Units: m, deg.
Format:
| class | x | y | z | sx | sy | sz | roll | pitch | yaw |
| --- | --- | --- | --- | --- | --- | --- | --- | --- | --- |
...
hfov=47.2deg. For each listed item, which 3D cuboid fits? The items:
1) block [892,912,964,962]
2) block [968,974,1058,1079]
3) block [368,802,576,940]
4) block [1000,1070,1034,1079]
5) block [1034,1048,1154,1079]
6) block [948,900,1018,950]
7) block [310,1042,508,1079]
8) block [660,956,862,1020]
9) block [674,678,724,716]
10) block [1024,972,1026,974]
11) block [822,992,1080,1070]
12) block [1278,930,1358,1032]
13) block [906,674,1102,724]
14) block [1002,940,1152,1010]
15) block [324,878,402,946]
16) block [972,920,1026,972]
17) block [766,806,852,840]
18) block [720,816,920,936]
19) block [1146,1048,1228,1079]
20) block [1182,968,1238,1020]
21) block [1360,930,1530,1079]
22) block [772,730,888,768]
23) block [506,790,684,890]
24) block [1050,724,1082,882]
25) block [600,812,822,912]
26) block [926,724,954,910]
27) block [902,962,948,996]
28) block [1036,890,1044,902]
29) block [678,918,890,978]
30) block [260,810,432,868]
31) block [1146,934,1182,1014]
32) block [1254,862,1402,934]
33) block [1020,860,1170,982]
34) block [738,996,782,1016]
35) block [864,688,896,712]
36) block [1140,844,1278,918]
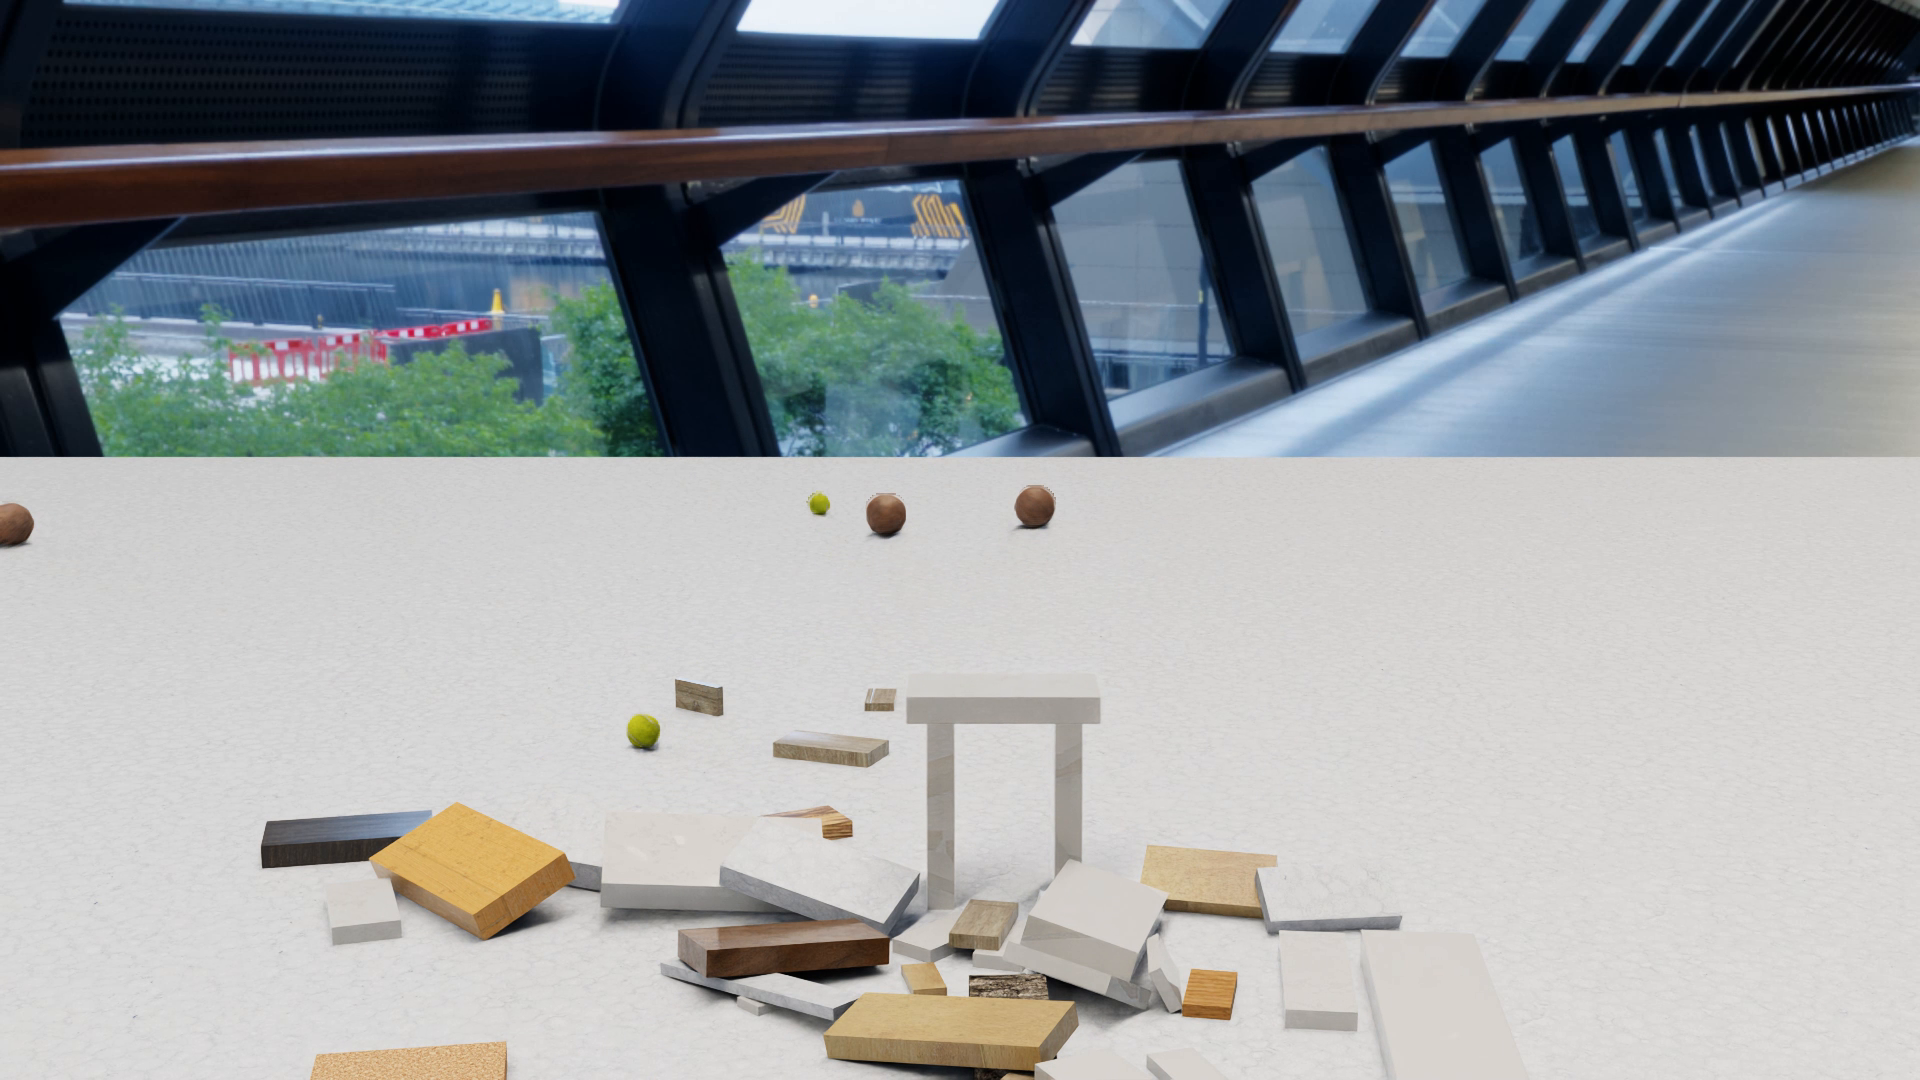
| class | x | y | z | sx | sy | sz | roll | pitch | yaw |
| --- | --- | --- | --- | --- | --- | --- | --- | --- | --- |
| block | -0.025 | 0.621 | 3.440 | 0.078 | 0.022 | 0.156 | 9 | 14 | 39 |
| block | 0.072 | 0.679 | 3.061 | 0.111 | 0.031 | 0.276 | 0 | 14 | -1 |
| block | -0.808 | 0.541 | 3.625 | 0.180 | 0.051 | 0.359 | -34 | 28 | -32 |
| block | 0.146 | 0.732 | 2.818 | 0.222 | 0.031 | 0.111 | 6 | 12 | 28 |
| block | 0.198 | 0.707 | 2.779 | 0.111 | 0.031 | 0.222 | -5 | 12 | -27 |
| block | 0.038 | 0.600 | 3.433 | 0.078 | 0.022 | 0.156 | 2 | 11 | 12 |
| block | -0.728 | 0.713 | 2.909 | 0.249 | 0.035 | 0.125 | -2 | 11 | -10 |
| block | -0.293 | 0.650 | 3.217 | 0.369 | 0.018 | 0.064 | 3 | 10 | 42 |
| block | -0.572 | 0.344 | 4.820 | 0.129 | 0.064 | 0.018 | 8 | 13 | 37 |
| block | 0.089 | 0.664 | 3.230 | 0.050 | 0.014 | 0.101 | -4 | 11 | -18 |
| block | -0.013 | 0.667 | 2.992 | 0.326 | 0.035 | 0.125 | -4 | 16 | 27 |
| block | 0.529 | 0.651 | 3.263 | 0.101 | 0.029 | 0.314 | 1 | 11 | 6 |
| block | 0.070 | 0.260 | 3.611 | 0.313 | 0.044 | 0.157 | 0 | 11 | 0 |
| block | 0.170 | 0.636 | 3.214 | 0.203 | 0.029 | 0.101 | 9 | -15 | 44 |
| block | -0.964 | 0.598 | 3.547 | 0.105 | 0.030 | 0.211 | -4 | 11 | -18 |
| block | 0.079 | 0.627 | 3.407 | 0.078 | 0.022 | 0.156 | 3 | 11 | 16 |
| block | -0.311 | 0.521 | 3.960 | 0.211 | 0.030 | 0.105 | -6 | 12 | -27 |
| block | -0.225 | 0.543 | 3.532 | 0.287 | 0.041 | 0.144 | 17 | 32 | 17 |
| block | 0.309 | 0.717 | 2.933 | 0.069 | 0.020 | 0.138 | -4 | 11 | -19 |
| block | 0.366 | 0.664 | 3.217 | 0.069 | 0.020 | 0.138 | 2 | 11 | 11 |
| block | 0.648 | 0.722 | 2.829 | 0.170 | 0.048 | 1.094 | 1 | 11 | 5 |
| block | -0.263 | 0.425 | 4.478 | 0.211 | 0.030 | 0.105 | 4 | 11 | 21 |
| block | -0.610 | 0.519 | 3.752 | 0.359 | 0.051 | 0.180 | 6 | 29 | 22 |
| block | 0.176 | 0.436 | 3.642 | 0.044 | 0.313 | 0.157 | 0 | 11 | 0 |
| block | -0.405 | 0.528 | 3.610 | 0.359 | 0.051 | 0.180 | 3 | 32 | -9 |
| block | -0.032 | 0.436 | 3.642 | 0.044 | 0.313 | 0.157 | 0 | 11 | -1 |
| block | -0.054 | 0.656 | 3.275 | 0.050 | 0.014 | 0.101 | -2 | 11 | -12 |
| block | 0.173 | 0.607 | 3.431 | 0.101 | 0.029 | 0.202 | 15 | 10 | -3 |
| block | -0.266 | 0.614 | 3.316 | 0.287 | 0.041 | 0.144 | 1 | 2 | -24 |
| block | -1.081 | 0.528 | 3.890 | 0.287 | 0.041 | 0.144 | -2 | 11 | -13 |
| block | 0.300 | 0.636 | 3.231 | 0.020 | 0.069 | 0.138 | -27 | 8 | 8 |
| block | 0.590 | 0.574 | 3.528 | 0.215 | 0.030 | 0.108 | -1 | 43 | -7 |
| block | 0.212 | 0.582 | 3.390 | 0.170 | 0.048 | 0.340 | 18 | 9 | 11 |
| block | -0.269 | 0.668 | 3.209 | 0.101 | 0.014 | 0.050 | -9 | 14 | -41 |
| block | -0.176 | 0.355 | 4.885 | 0.064 | 0.018 | 0.129 | 0 | 11 | 1 |
| block | 0.406 | 0.560 | 3.602 | 0.215 | 0.030 | 0.108 | 3 | 44 | 14 |
